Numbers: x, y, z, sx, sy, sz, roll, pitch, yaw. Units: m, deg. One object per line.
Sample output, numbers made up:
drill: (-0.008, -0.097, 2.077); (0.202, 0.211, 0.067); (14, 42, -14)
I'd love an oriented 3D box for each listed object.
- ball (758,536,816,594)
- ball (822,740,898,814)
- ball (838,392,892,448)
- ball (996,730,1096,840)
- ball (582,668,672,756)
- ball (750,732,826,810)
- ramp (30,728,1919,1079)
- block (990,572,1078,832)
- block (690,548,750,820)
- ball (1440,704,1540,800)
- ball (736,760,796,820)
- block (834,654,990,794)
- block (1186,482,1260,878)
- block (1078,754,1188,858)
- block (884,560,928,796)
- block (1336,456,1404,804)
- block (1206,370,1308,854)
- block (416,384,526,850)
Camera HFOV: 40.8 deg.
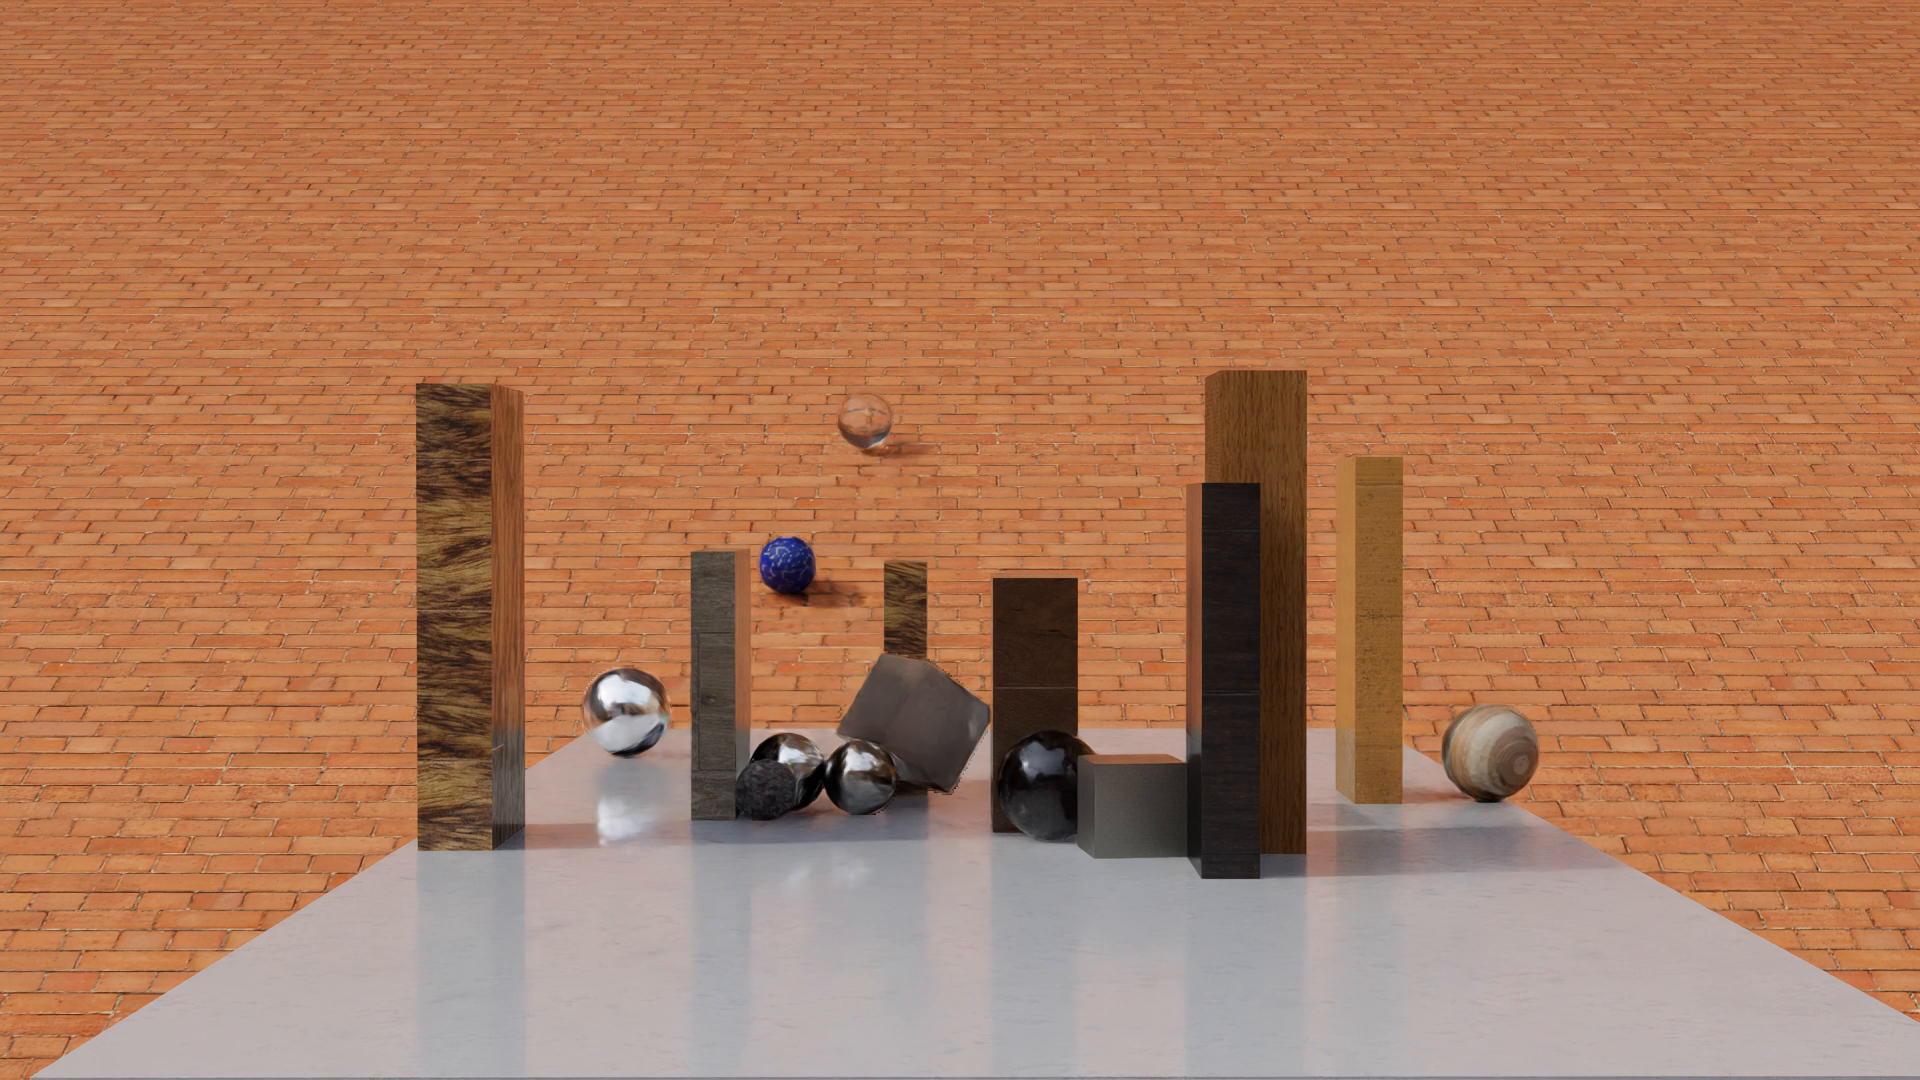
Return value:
ball: (-0.494, 0.072, 7.394); (0.167, 0.167, 0.167); (0, 28, 0)
ball: (-0.185, 0.440, 4.780); (0.137, 0.137, 0.137); (0, 28, 0)
ball: (-0.304, -0.383, 8.254); (0.177, 0.177, 0.177); (0, 28, 0)
ball: (0.157, 0.420, 4.421); (0.187, 0.187, 0.187); (0, 28, 0)
ball: (-0.761, 0.391, 5.897); (0.202, 0.202, 0.202); (0, 28, 0)
ball: (-0.322, 0.432, 4.820); (0.146, 0.146, 0.146); (0, 28, 0)
ramp: (0.062, 0.561, 4.599); (2.000, 0.100, 4.000); (0, 1, 0)
block: (0.132, 0.287, 4.676); (0.148, 0.446, 0.326); (0, 1, 0)
block: (-0.449, 0.263, 4.866); (0.080, 0.489, 0.352); (0, 1, 0)
ball: (1.026, 0.411, 5.005); (0.187, 0.187, 0.187); (0, 28, 0)
ball: (-0.353, 0.454, 4.694); (0.111, 0.111, 0.111); (0, 28, 0)
block: (-0.086, 0.350, 4.964); (0.182, 0.182, 0.182); (6, 63, 59)
block: (0.415, 0.214, 4.091); (0.090, 0.607, 0.271); (0, 1, 0)
block: (0.284, 0.439, 4.271); (0.153, 0.153, 0.153); (0, 1, -8)
block: (-0.108, 0.272, 5.214); (0.084, 0.459, 0.255); (0, 1, 0)
block: (0.802, 0.171, 5.068); (0.091, 0.664, 0.252); (0, 1, 0)
block: (0.497, 0.117, 4.361); (0.143, 0.794, 0.252); (0, 1, 0)
block: (-0.839, 0.126, 4.444); (0.124, 0.775, 0.327); (0, 1, 0)
